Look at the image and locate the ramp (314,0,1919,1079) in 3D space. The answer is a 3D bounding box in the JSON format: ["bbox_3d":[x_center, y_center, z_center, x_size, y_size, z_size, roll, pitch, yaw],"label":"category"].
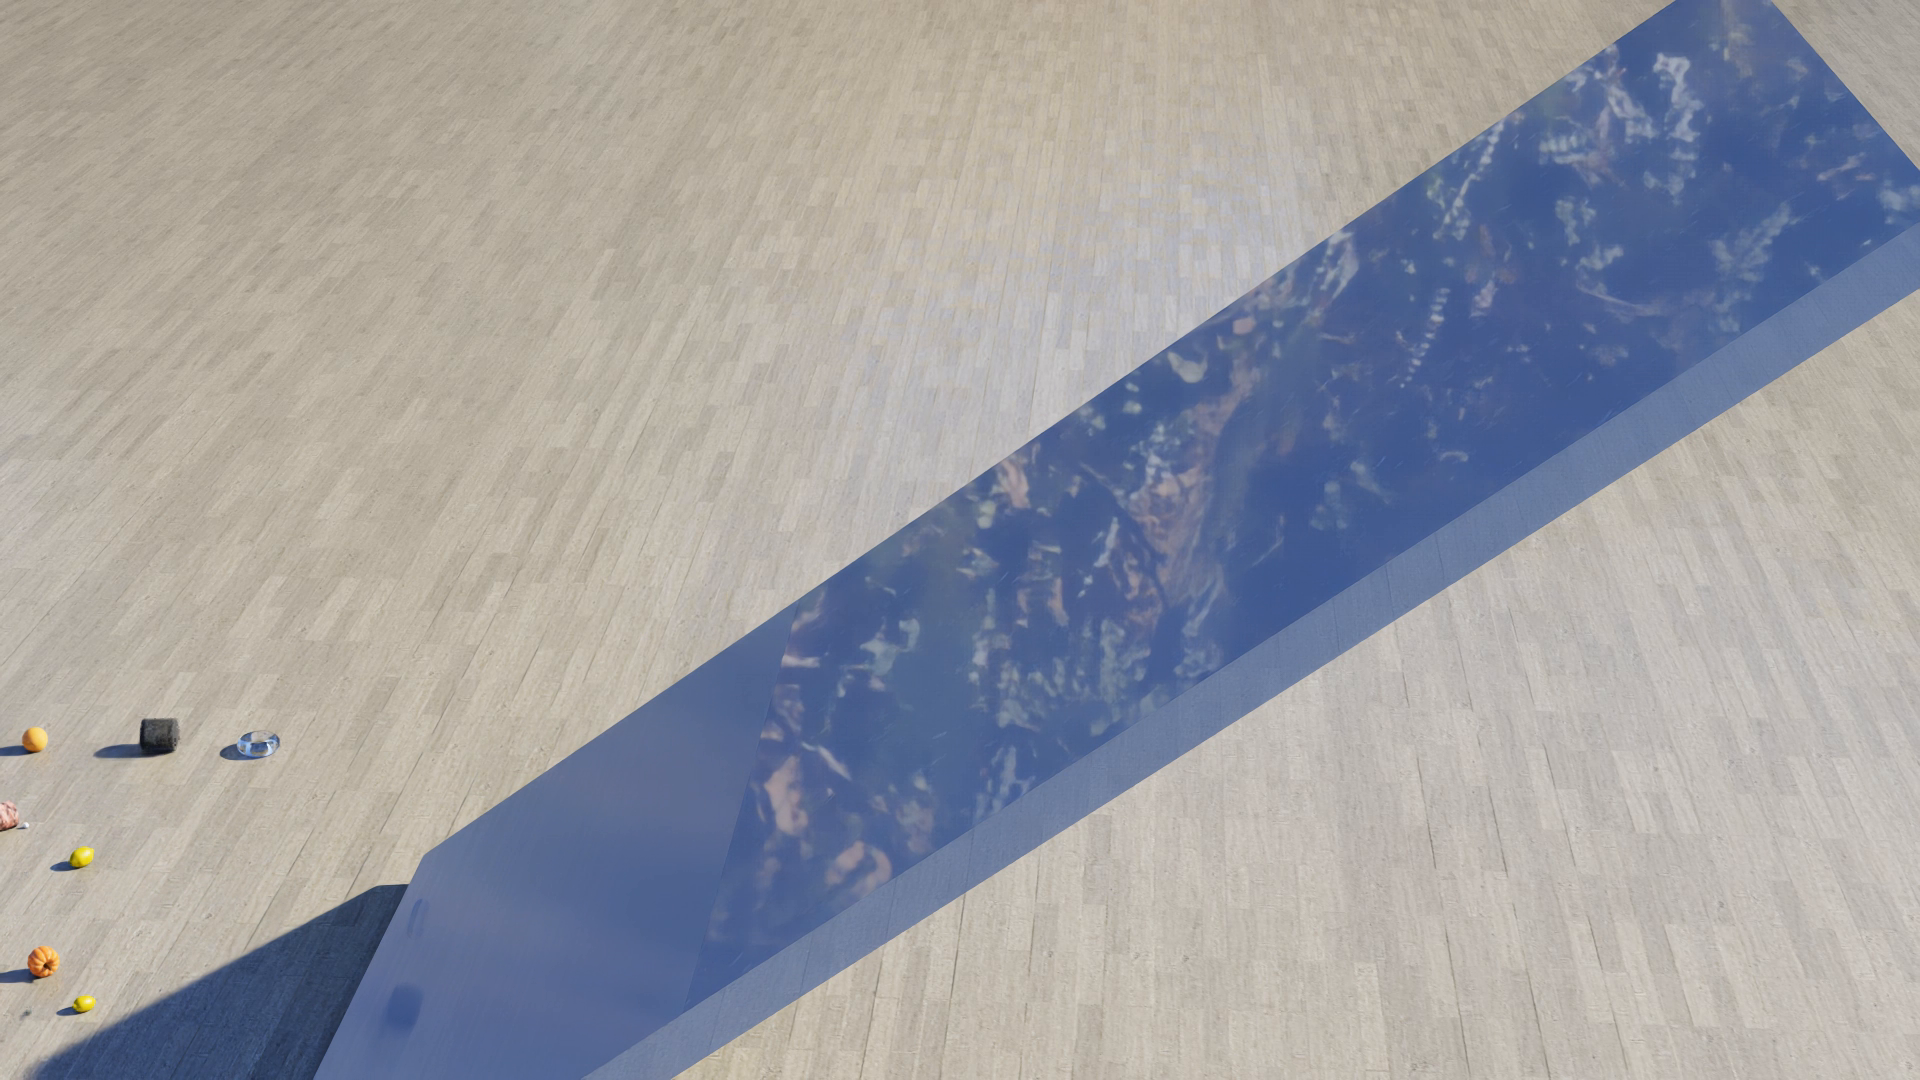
[{"bbox_3d":[0.129,0.179,6.321,4.000,0.100,2.000,-34,16,16],"label":"ramp"}]

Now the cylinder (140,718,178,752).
[{"bbox_3d":[-2.322,0.566,8.531,0.091,0.091,0.091,-1,23,-2],"label":"cylinder"}]

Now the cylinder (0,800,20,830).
[{"bbox_3d":[-2.636,0.761,8.085,0.072,0.072,0.072,-18,29,-37],"label":"cylinder"}]

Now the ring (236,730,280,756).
[{"bbox_3d":[-2.035,0.591,8.535,0.124,0.041,0.124,1,21,0],"label":"ring"}]
